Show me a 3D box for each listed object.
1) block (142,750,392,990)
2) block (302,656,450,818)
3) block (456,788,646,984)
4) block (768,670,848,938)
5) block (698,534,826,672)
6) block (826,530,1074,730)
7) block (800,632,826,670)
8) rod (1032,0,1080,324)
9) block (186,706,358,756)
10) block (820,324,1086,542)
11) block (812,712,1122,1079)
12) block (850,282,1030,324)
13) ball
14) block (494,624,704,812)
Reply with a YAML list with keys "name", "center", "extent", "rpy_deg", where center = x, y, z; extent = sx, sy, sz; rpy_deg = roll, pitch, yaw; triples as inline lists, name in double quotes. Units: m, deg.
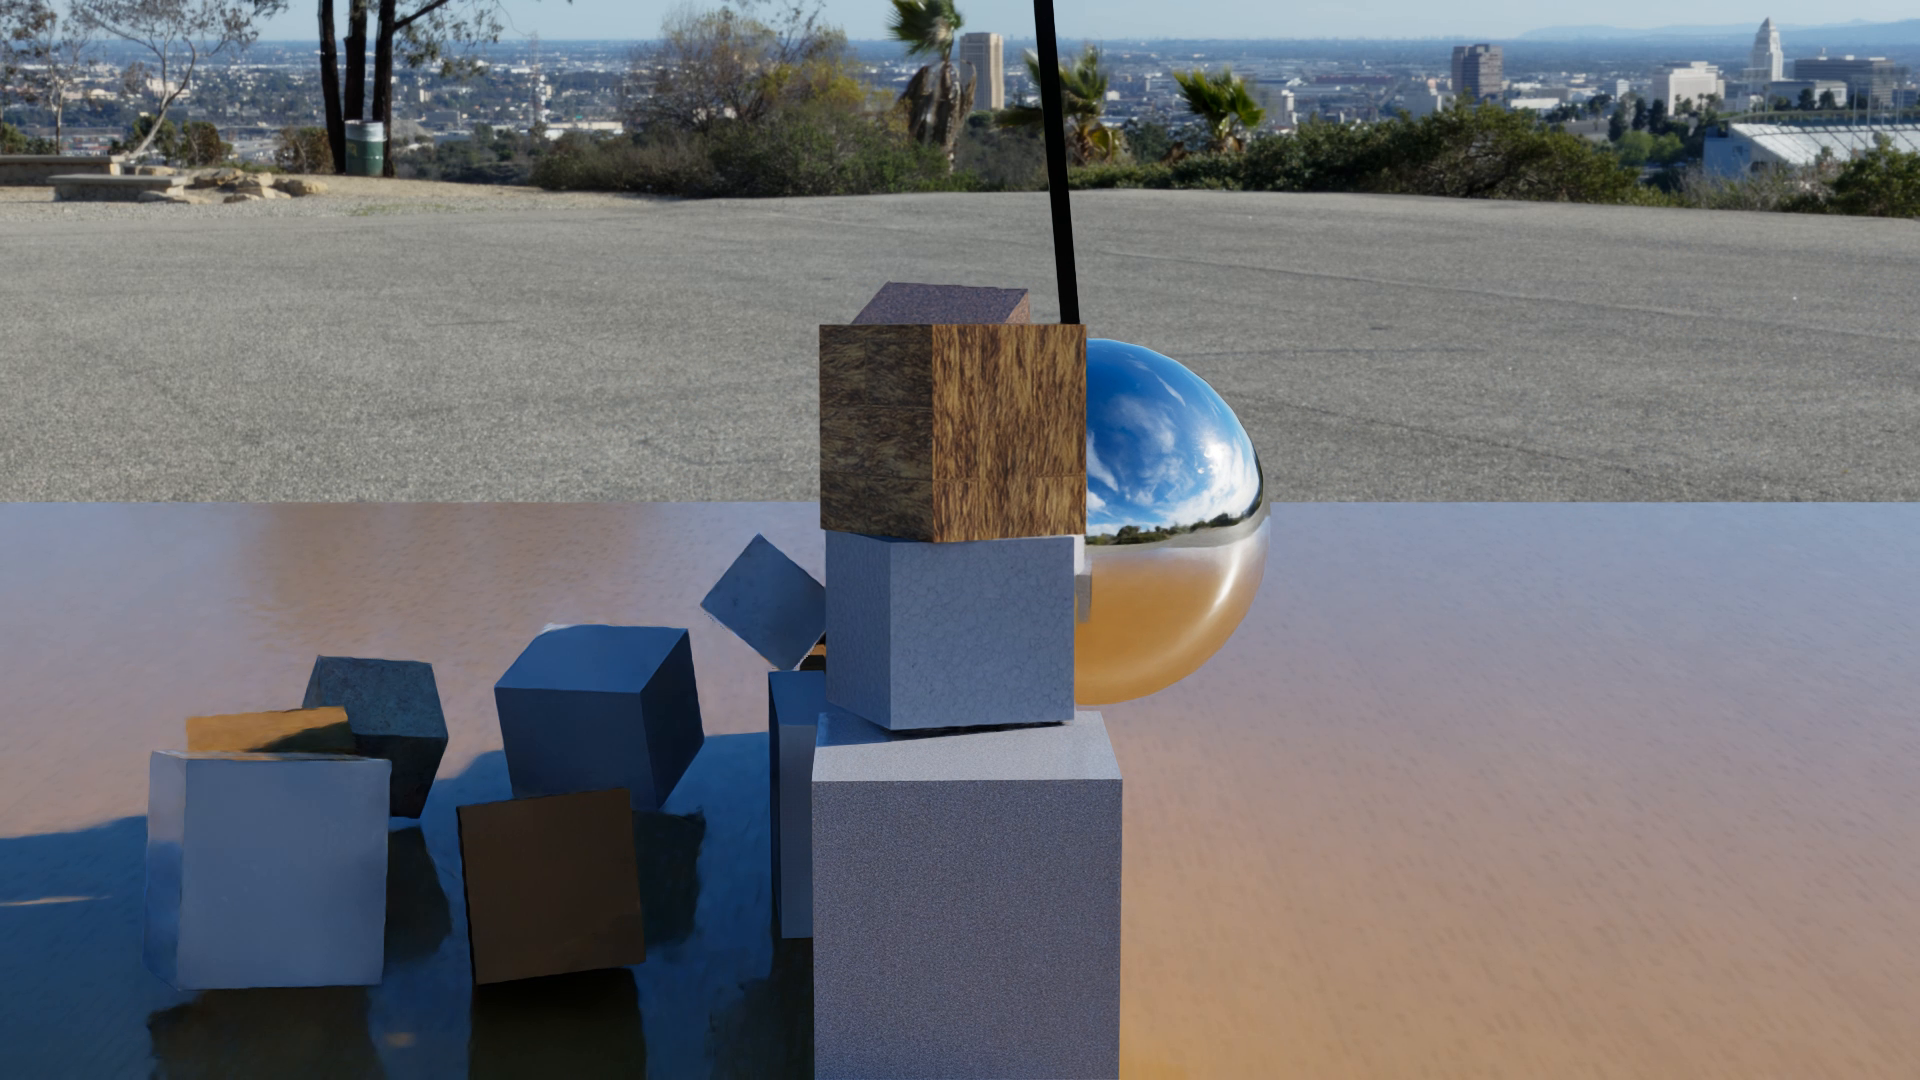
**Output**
- name: "block"
  center: [-2.650, 1.237, 9.772]
  extent: [0.743, 0.827, 0.805]
  rpy_deg: [3, -3, -26]
- name: "block"
  center: [-2.787, 0.931, 12.103]
  extent: [0.542, 0.540, 0.508]
  rpy_deg: [5, 39, -28]
- name: "block"
  center: [-1.594, 1.327, 9.947]
  extent: [0.634, 0.664, 0.596]
  rpy_deg: [-5, -4, -13]
- name: "block"
  center: [-0.312, 1.100, 10.999]
  extent: [0.963, 0.901, 0.965]
  rpy_deg: [-1, 10, -7]
- name: "block"
  center: [-0.877, 0.300, 11.888]
  extent: [0.514, 0.417, 0.516]
  rpy_deg: [39, -6, -4]
- name: "block"
  center: [-0.049, 0.306, 9.639]
  extent: [0.711, 0.672, 0.782]
  rpy_deg: [-2, 5, -20]
- name: "block"
  center: [-0.274, 0.938, 11.942]
  extent: [0.817, 0.882, 0.755]
  rpy_deg: [1, 10, 6]
- name: "rod"
  center: [0.240, -3.410, 10.560]
  extent: [0.080, 5.200, 0.080]
  rpy_deg: [-5, 10, 1]
- name: "block"
  center: [-2.899, 1.187, 10.849]
  extent: [0.661, 0.777, 0.712]
  rpy_deg: [-4, 11, -17]
- name: "block"
  center: [-0.033, -0.417, 9.599]
  extent: [0.679, 0.774, 0.779]
  rpy_deg: [-3, 6, -34]
- name: "block"
  center: [0.012, 1.292, 9.256]
  extent: [1.054, 1.145, 0.944]
  rpy_deg: [0, 10, -2]
- name: "block"
  center: [-0.099, -0.741, 12.249]
  extent: [0.714, 0.734, 0.741]
  rpy_deg: [5, 27, 16]
- name: "ball"
  center: [0.553, -0.079, 11.166]
  extent: [1.600, 1.600, 1.600]
  rpy_deg: [0, 10, 0]
- name: "block"
  center: [-1.754, 0.860, 12.563]
  extent: [0.746, 0.644, 0.676]
  rpy_deg: [1, 25, 15]
